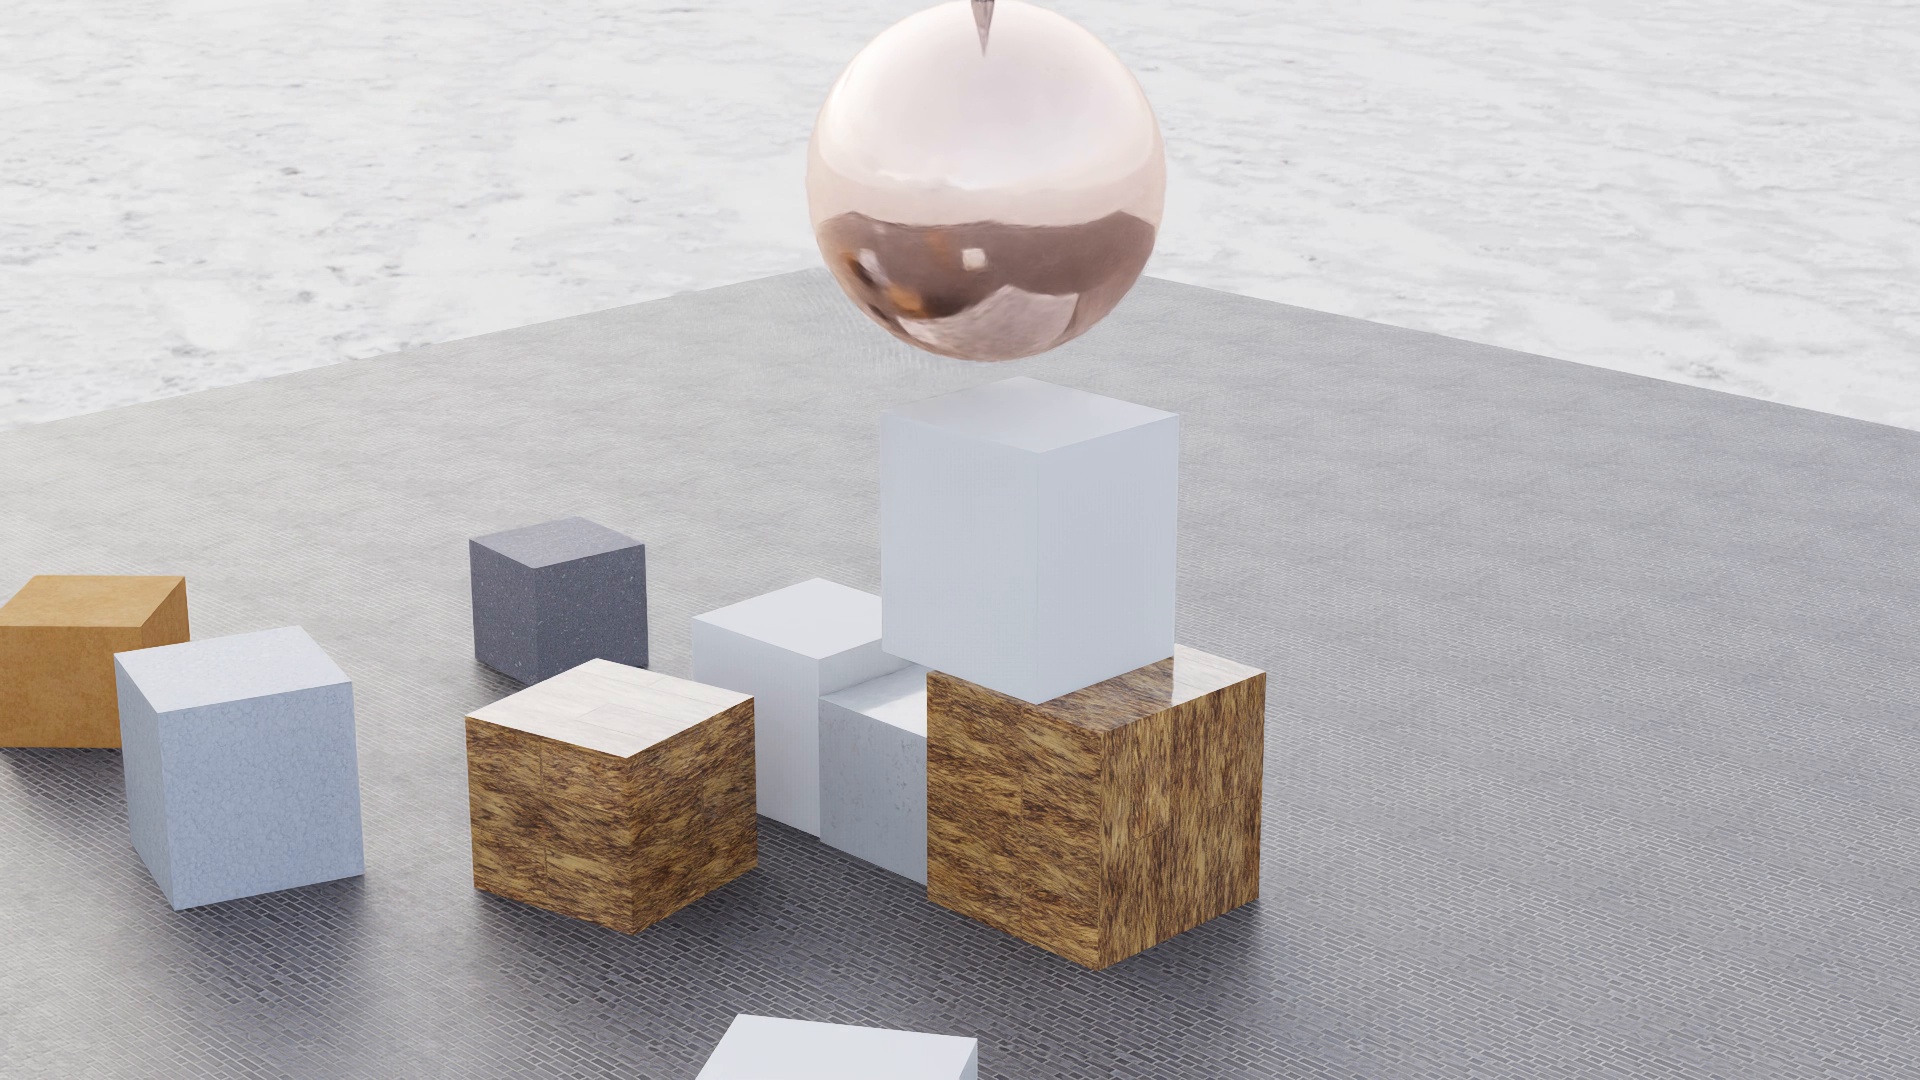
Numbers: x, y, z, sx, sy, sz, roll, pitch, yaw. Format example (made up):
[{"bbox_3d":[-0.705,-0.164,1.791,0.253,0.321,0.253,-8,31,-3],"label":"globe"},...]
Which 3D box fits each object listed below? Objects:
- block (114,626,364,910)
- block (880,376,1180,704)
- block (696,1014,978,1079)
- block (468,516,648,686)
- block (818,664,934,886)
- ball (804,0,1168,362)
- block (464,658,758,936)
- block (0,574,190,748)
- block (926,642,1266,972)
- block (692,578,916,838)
[{"bbox_3d":[-3.320,1.029,13.500,0.871,0.942,0.870,-9,20,-26],"label":"block"},{"bbox_3d":[0.302,-0.024,12.950,0.884,1.113,0.962,-17,24,-42],"label":"block"},{"bbox_3d":[-0.459,2.204,10.069,0.873,0.756,0.865,4,18,12],"label":"block"},{"bbox_3d":[-2.204,0.336,16.126,0.702,0.690,0.681,-14,22,-37],"label":"block"},{"bbox_3d":[-0.065,1.072,13.727,0.861,0.724,0.819,-17,24,-42],"label":"block"},{"bbox_3d":[0.115,-1.587,12.963,1.600,1.600,1.600,0,17,0],"label":"ball"},{"bbox_3d":[-1.571,1.144,13.312,0.929,0.835,0.904,11,21,32],"label":"block"},{"bbox_3d":[-4.519,0.623,15.270,0.797,0.655,0.827,0,17,1],"label":"block"},{"bbox_3d":[0.600,1.098,13.043,1.074,1.084,1.037,-17,24,-42],"label":"block"},{"bbox_3d":[-0.687,0.799,14.310,0.881,0.896,0.848,16,23,41],"label":"block"}]
